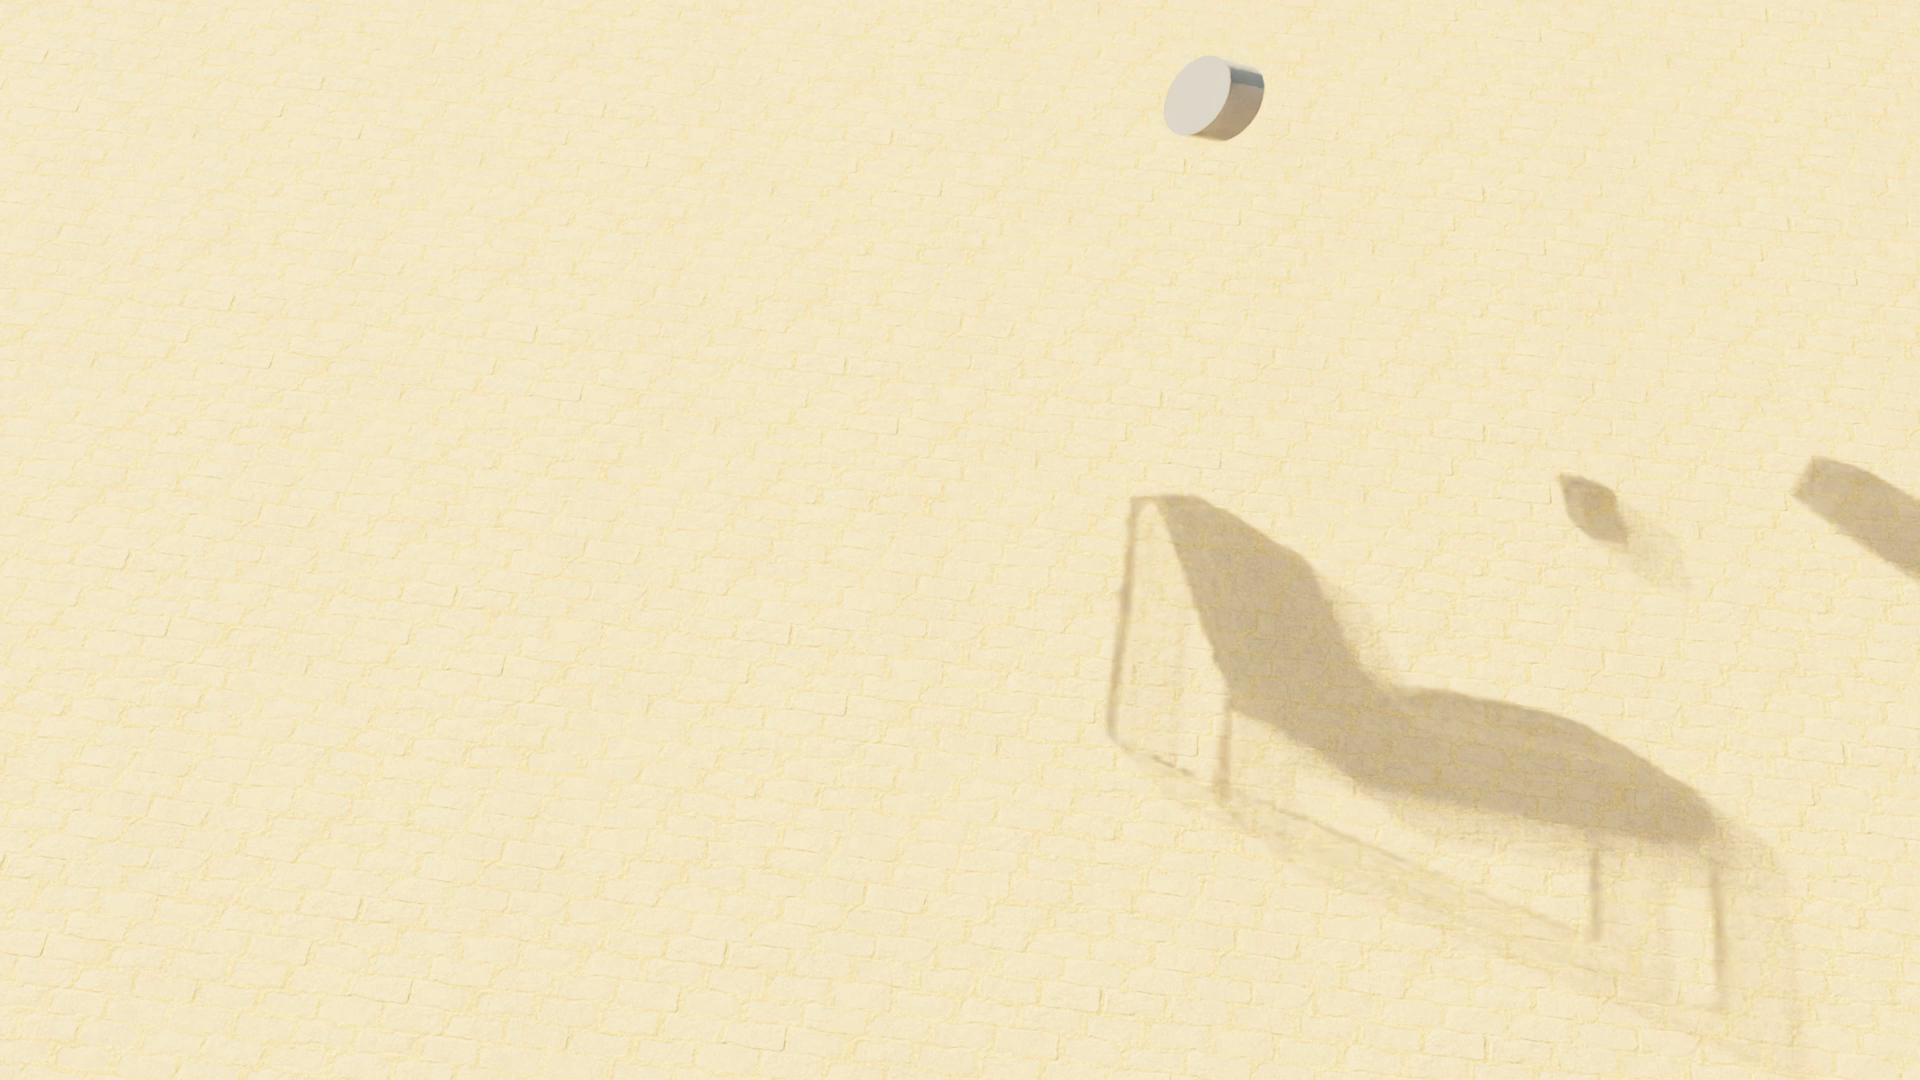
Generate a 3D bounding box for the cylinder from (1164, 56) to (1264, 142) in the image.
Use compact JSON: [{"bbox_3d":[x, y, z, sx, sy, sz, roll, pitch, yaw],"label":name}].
[{"bbox_3d":[0.393,-0.682,3.403,0.099,0.137,0.100,-4,52,-51],"label":"cylinder"}]
